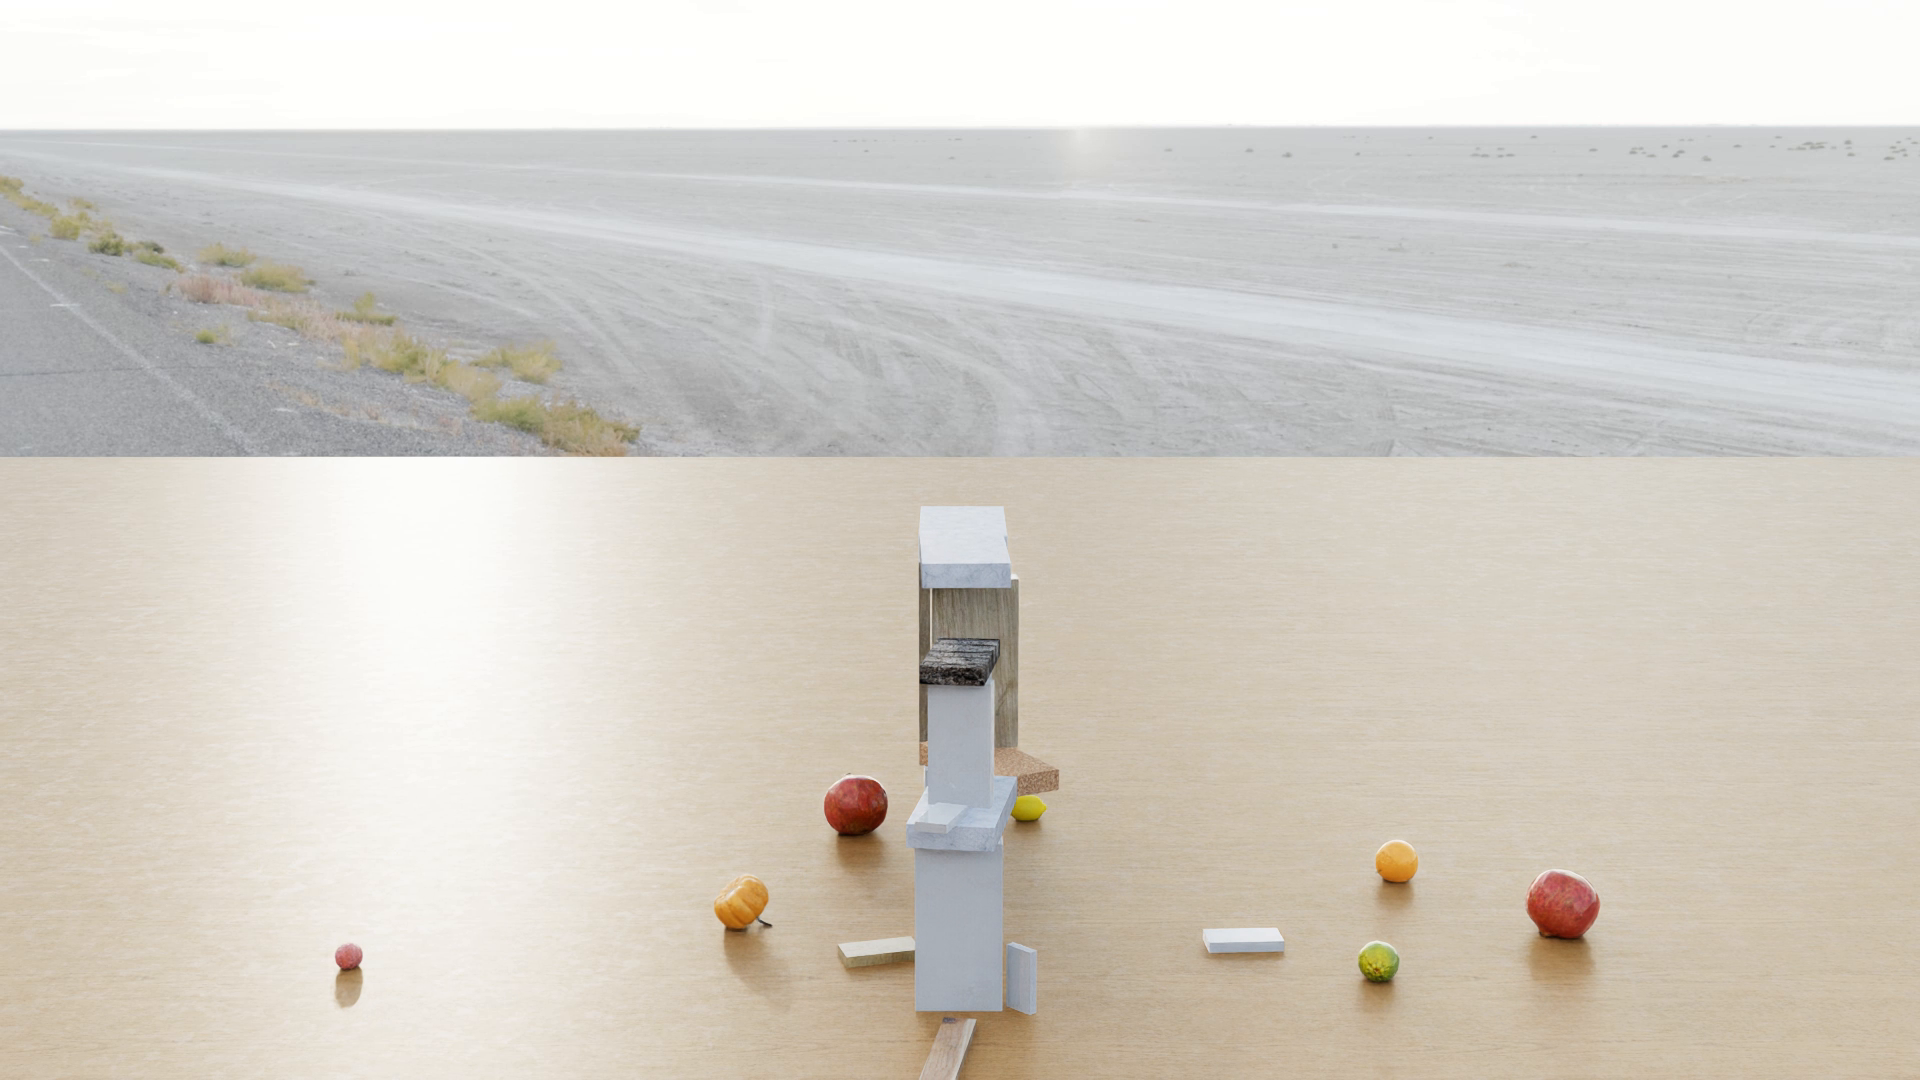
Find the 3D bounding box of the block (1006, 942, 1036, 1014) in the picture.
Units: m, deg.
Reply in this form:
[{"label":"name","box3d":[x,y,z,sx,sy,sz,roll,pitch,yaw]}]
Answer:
[{"label":"block","box3d":[0.089,0.633,3.177,0.047,0.094,0.013,10,15,44]}]

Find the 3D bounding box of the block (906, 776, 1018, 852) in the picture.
[{"label":"block","box3d":[0.005,0.398,3.227,0.126,0.036,0.252,2,11,9]}]

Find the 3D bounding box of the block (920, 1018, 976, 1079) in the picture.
[{"label":"block","box3d":[-0.028,0.720,2.935,0.047,0.013,0.382,2,11,8]}]

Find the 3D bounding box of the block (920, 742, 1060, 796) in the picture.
[{"label":"block","box3d":[0.044,0.360,3.504,0.120,0.034,0.239,-6,12,-29]}]

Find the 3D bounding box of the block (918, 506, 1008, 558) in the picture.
[{"label":"block","box3d":[0.005,-0.014,3.966,0.154,0.044,0.308,0,11,0]}]

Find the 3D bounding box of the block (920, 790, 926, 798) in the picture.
[{"label":"block","box3d":[0.001,0.513,3.431,0.120,0.239,0.034,2,11,10]}]

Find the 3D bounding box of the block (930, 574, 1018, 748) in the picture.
[{"label":"block","box3d":[0.023,0.196,3.536,0.139,0.277,0.039,-1,11,-5]}]

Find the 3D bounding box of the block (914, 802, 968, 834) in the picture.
[{"label":"block","box3d":[-0.026,0.394,3.114,0.047,0.013,0.094,4,11,19]}]

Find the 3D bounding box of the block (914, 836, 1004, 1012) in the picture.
[{"label":"block","box3d":[-0.002,0.554,3.173,0.126,0.252,0.036,0,11,0]}]

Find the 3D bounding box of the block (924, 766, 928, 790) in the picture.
[{"label":"block","box3d":[0.002,0.485,3.581,0.120,0.239,0.034,-1,11,-4]}]

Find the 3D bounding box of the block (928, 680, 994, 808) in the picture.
[{"label":"block","box3d":[0.002,0.293,3.185,0.093,0.185,0.026,2,11,13]}]

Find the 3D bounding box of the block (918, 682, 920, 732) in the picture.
[{"label":"block","box3d":[0.004,0.183,3.896,0.154,0.317,0.044,0,11,1]}]

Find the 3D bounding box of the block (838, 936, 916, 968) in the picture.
[{"label":"block","box3d":[-0.124,0.634,3.386,0.117,0.017,0.059,-3,11,-16]}]

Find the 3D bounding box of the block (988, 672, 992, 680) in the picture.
[{"label":"block","box3d":[0.001,0.271,3.303,0.093,0.185,0.026,1,11,3]}]

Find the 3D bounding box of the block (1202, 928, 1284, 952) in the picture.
[{"label":"block","box3d":[0.443,0.625,3.435,0.117,0.017,0.059,-1,11,-3]}]

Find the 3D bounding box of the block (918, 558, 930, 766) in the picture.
[{"label":"block","box3d":[0.001,0.204,3.685,0.139,0.349,0.039,0,12,0]}]

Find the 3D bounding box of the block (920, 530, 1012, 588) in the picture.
[{"label":"block","box3d":[0.006,0.030,3.561,0.139,0.039,0.277,0,11,-2]}]

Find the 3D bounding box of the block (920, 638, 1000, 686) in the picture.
[{"label":"block","box3d":[0.001,0.178,3.226,0.093,0.026,0.185,1,11,8]}]
